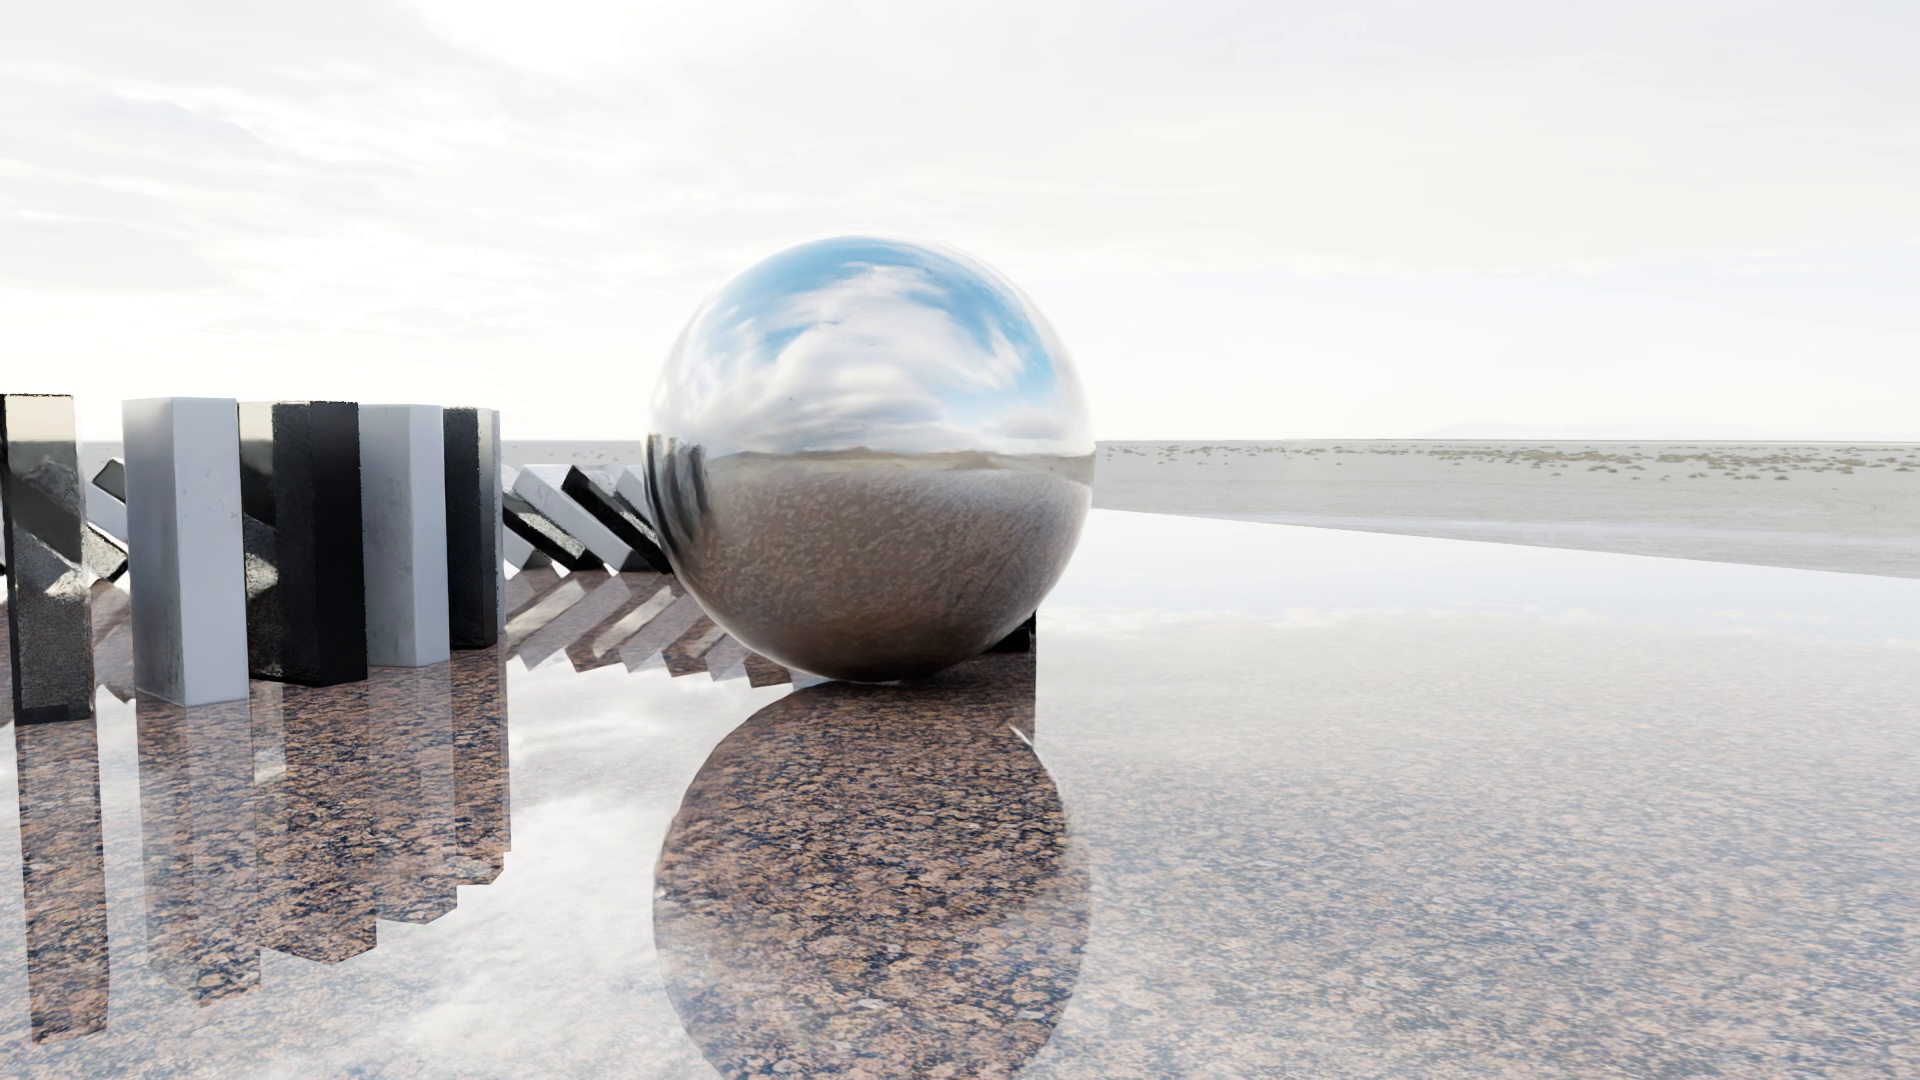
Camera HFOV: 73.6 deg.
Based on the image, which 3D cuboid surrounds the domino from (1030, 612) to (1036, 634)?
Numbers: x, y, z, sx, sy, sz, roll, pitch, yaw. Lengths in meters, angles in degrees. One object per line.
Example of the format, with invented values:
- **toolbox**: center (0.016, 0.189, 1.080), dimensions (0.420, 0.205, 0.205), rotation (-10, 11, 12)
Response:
- **domino**: center (0.005, -0.003, 0.296), dimensions (0.025, 0.050, 0.010), rotation (0, -30, 2)

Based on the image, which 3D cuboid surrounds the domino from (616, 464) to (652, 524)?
- **domino**: center (-0.090, -0.007, 0.430), dimensions (0.050, 0.010, 0.025), rotation (40, 24, 26)

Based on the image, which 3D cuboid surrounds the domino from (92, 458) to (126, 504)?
- **domino**: center (-0.250, -0.007, 0.412), dimensions (0.050, 0.009, 0.025), rotation (40, -15, -25)

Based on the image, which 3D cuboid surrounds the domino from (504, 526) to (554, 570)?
- **domino**: center (-0.164, -0.008, 0.443), dimensions (0.050, 0.009, 0.025), rotation (34, 7, 3)

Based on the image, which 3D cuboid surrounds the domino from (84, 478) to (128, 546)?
- **domino**: center (-0.264, -0.007, 0.400), dimensions (0.050, 0.010, 0.025), rotation (44, -21, -29)

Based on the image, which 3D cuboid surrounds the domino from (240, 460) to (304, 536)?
- **domino**: center (-0.219, -0.008, 0.432), dimensions (0.050, 0.010, 0.025), rotation (36, -5, -15)

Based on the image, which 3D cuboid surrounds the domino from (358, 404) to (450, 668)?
- **domino**: center (-0.114, -0.001, 0.249), dimensions (0.025, 0.050, 0.010), rotation (1, 4, 16)

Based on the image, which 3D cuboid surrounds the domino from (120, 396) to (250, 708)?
- **domino**: center (-0.131, 0.001, 0.217), dimensions (0.025, 0.050, 0.009), rotation (4, 6, 41)

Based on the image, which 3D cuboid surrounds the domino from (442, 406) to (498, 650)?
- **domino**: center (-0.111, -0.003, 0.268), dimensions (0.025, 0.050, 0.009), rotation (0, 4, -4)

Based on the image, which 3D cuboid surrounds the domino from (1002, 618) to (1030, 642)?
- **domino**: center (0.003, -0.002, 0.284), dimensions (0.025, 0.050, 0.009), rotation (0, -30, 2)

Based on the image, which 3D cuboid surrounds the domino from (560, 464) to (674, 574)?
- **domino**: center (-0.108, -0.008, 0.436), dimensions (0.050, 0.010, 0.025), rotation (37, 18, 17)

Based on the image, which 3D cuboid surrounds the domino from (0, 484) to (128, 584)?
- **domino**: center (-0.276, -0.007, 0.387), dimensions (0.025, 0.009, 0.050), rotation (5, -37, 47)

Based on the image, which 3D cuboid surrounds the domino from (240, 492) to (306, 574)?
- **domino**: center (-0.235, -0.008, 0.422), dimensions (0.050, 0.009, 0.025), rotation (38, -11, -21)

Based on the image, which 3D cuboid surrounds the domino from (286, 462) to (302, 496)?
- **domino**: center (-0.201, -0.008, 0.439), dimensions (0.050, 0.010, 0.025), rotation (35, 1, -6)

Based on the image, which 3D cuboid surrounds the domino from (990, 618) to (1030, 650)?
- **domino**: center (0.002, -0.001, 0.273), dimensions (0.025, 0.050, 0.009), rotation (0, -30, 2)

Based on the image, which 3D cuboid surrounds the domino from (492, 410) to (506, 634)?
- **domino**: center (-0.115, -0.004, 0.286), dimensions (0.025, 0.050, 0.010), rotation (-2, 5, -19)

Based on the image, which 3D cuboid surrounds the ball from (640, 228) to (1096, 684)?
- **ball**: center (-0.016, -0.015, 0.229), dimensions (0.080, 0.080, 0.080), rotation (0, 4, 0)

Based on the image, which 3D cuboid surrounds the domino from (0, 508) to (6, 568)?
- **domino**: center (-0.287, -0.007, 0.372), dimensions (0.025, 0.050, 0.010), rotation (4, 49, 39)

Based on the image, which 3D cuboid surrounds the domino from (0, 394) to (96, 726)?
- **domino**: center (-0.145, 0.002, 0.205), dimensions (0.010, 0.050, 0.025), rotation (-3, 5, -32)

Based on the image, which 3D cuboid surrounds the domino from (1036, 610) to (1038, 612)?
- **domino**: center (0.006, -0.004, 0.307), dimensions (0.025, 0.050, 0.009), rotation (0, -30, 2)

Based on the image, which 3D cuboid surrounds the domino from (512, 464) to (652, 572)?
- **domino**: center (-0.126, -0.008, 0.441), dimensions (0.050, 0.010, 0.025), rotation (36, 14, 13)

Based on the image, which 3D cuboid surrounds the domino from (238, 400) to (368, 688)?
- **domino**: center (-0.121, 0.000, 0.232), dimensions (0.025, 0.050, 0.010), rotation (2, 5, 27)

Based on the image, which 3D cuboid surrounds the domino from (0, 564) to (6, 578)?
- **domino**: center (-0.294, -0.007, 0.357), dimensions (0.025, 0.050, 0.010), rotation (2, 44, 30)

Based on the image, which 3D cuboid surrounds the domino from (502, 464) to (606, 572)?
- **domino**: center (-0.146, -0.008, 0.442), dimensions (0.050, 0.009, 0.025), rotation (34, 9, 6)
